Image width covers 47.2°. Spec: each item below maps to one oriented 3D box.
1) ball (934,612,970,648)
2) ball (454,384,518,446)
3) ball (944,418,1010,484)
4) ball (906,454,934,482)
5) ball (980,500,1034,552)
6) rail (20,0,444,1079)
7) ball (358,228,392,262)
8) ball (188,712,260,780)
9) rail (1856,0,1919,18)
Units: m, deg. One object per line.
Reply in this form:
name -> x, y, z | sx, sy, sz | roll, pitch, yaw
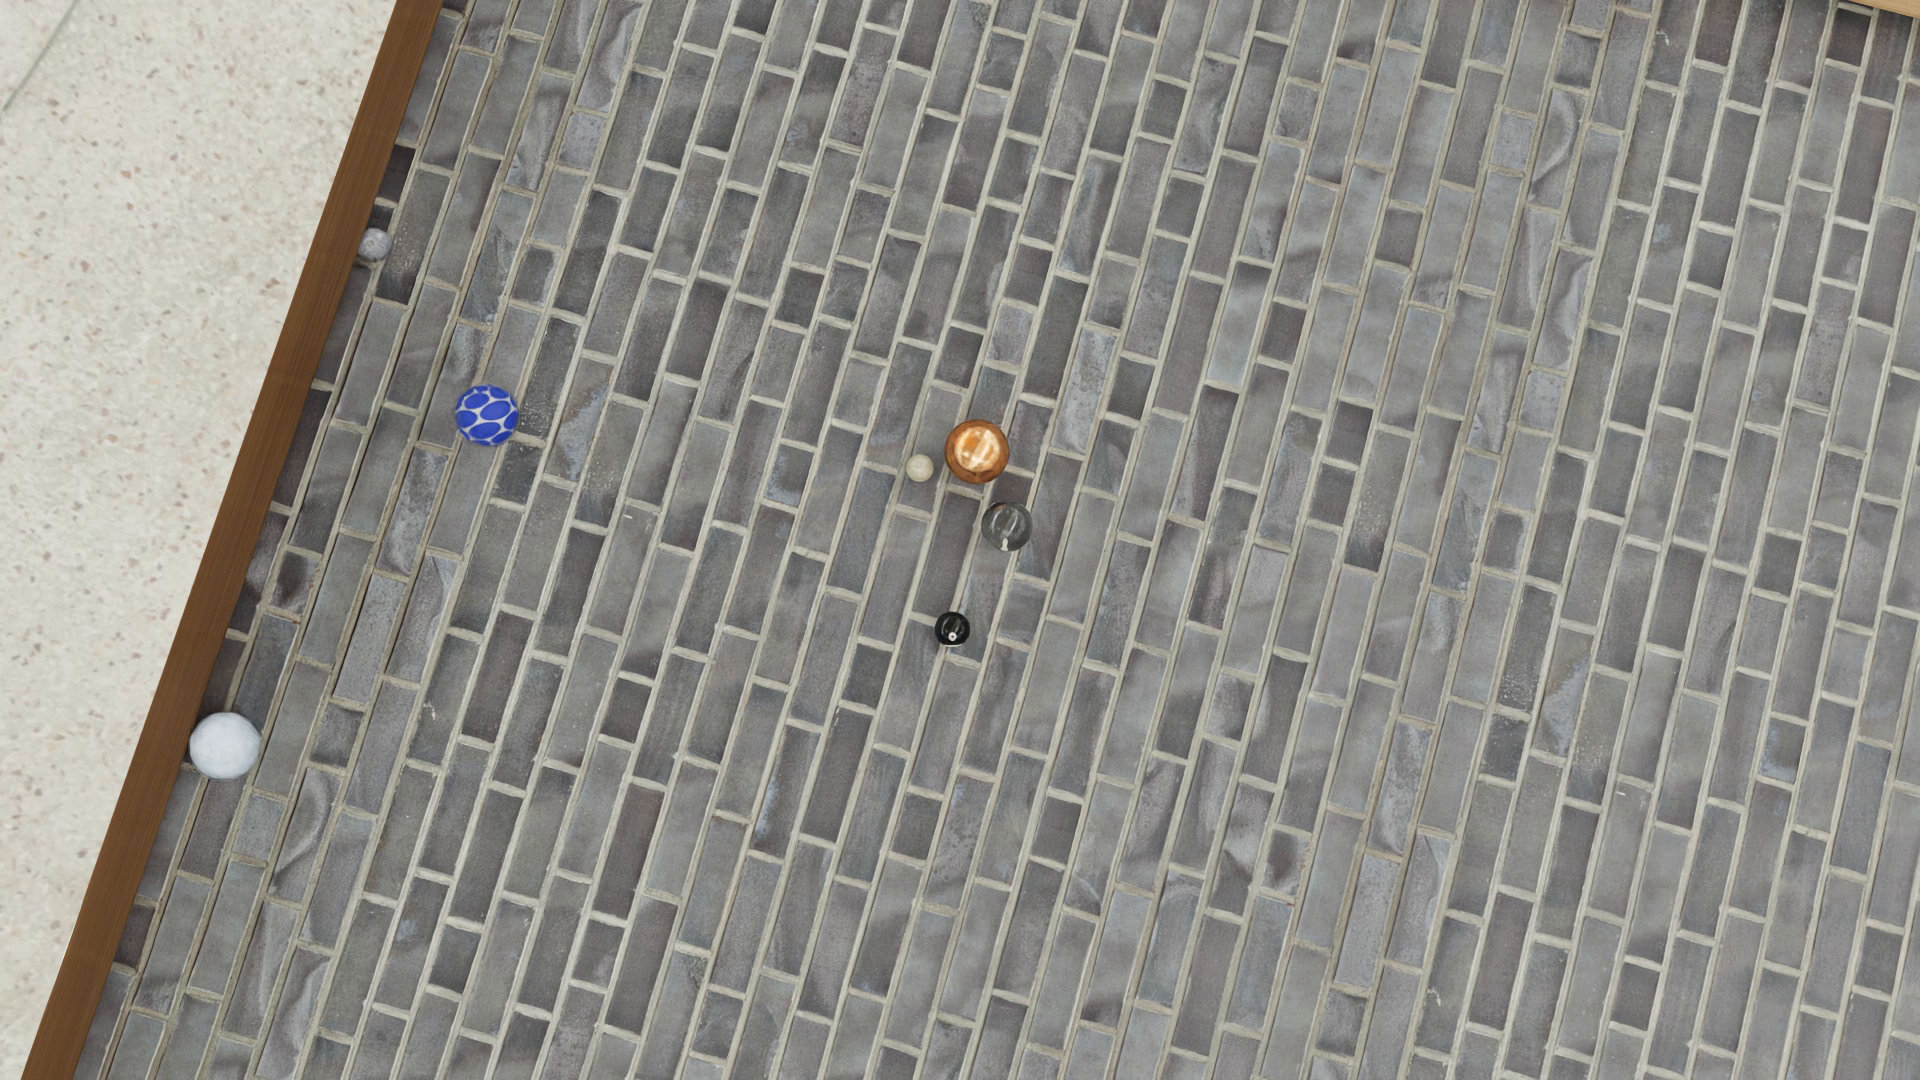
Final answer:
ball -> -0.011, 0.133, 3.271 | 0.054, 0.054, 0.054 | 0, 80, 0
ball -> -0.713, -0.188, 3.309 | 0.093, 0.093, 0.093 | 0, 80, 0
ball -> 0.026, -0.132, 3.296 | 0.098, 0.098, 0.098 | 0, 80, 0
ball -> -0.060, -0.109, 3.320 | 0.043, 0.043, 0.043 | 0, 80, 0
ball -> 0.070, -0.021, 3.286 | 0.079, 0.079, 0.079 | 0, 80, 0
rail -> -0.984, -0.278, 3.306 | 0.045, 0.129, 2.469 | 15, 80, 3
ball -> -0.901, -0.453, 3.378 | 0.053, 0.053, 0.053 | 0, 80, 0
ball -> -1.075, 0.301, 3.217 | 0.100, 0.100, 0.100 | 0, 80, 0
rail -> 1.335, -0.873, 3.414 | 4.183, 0.129, 0.045 | 15, 80, 3
